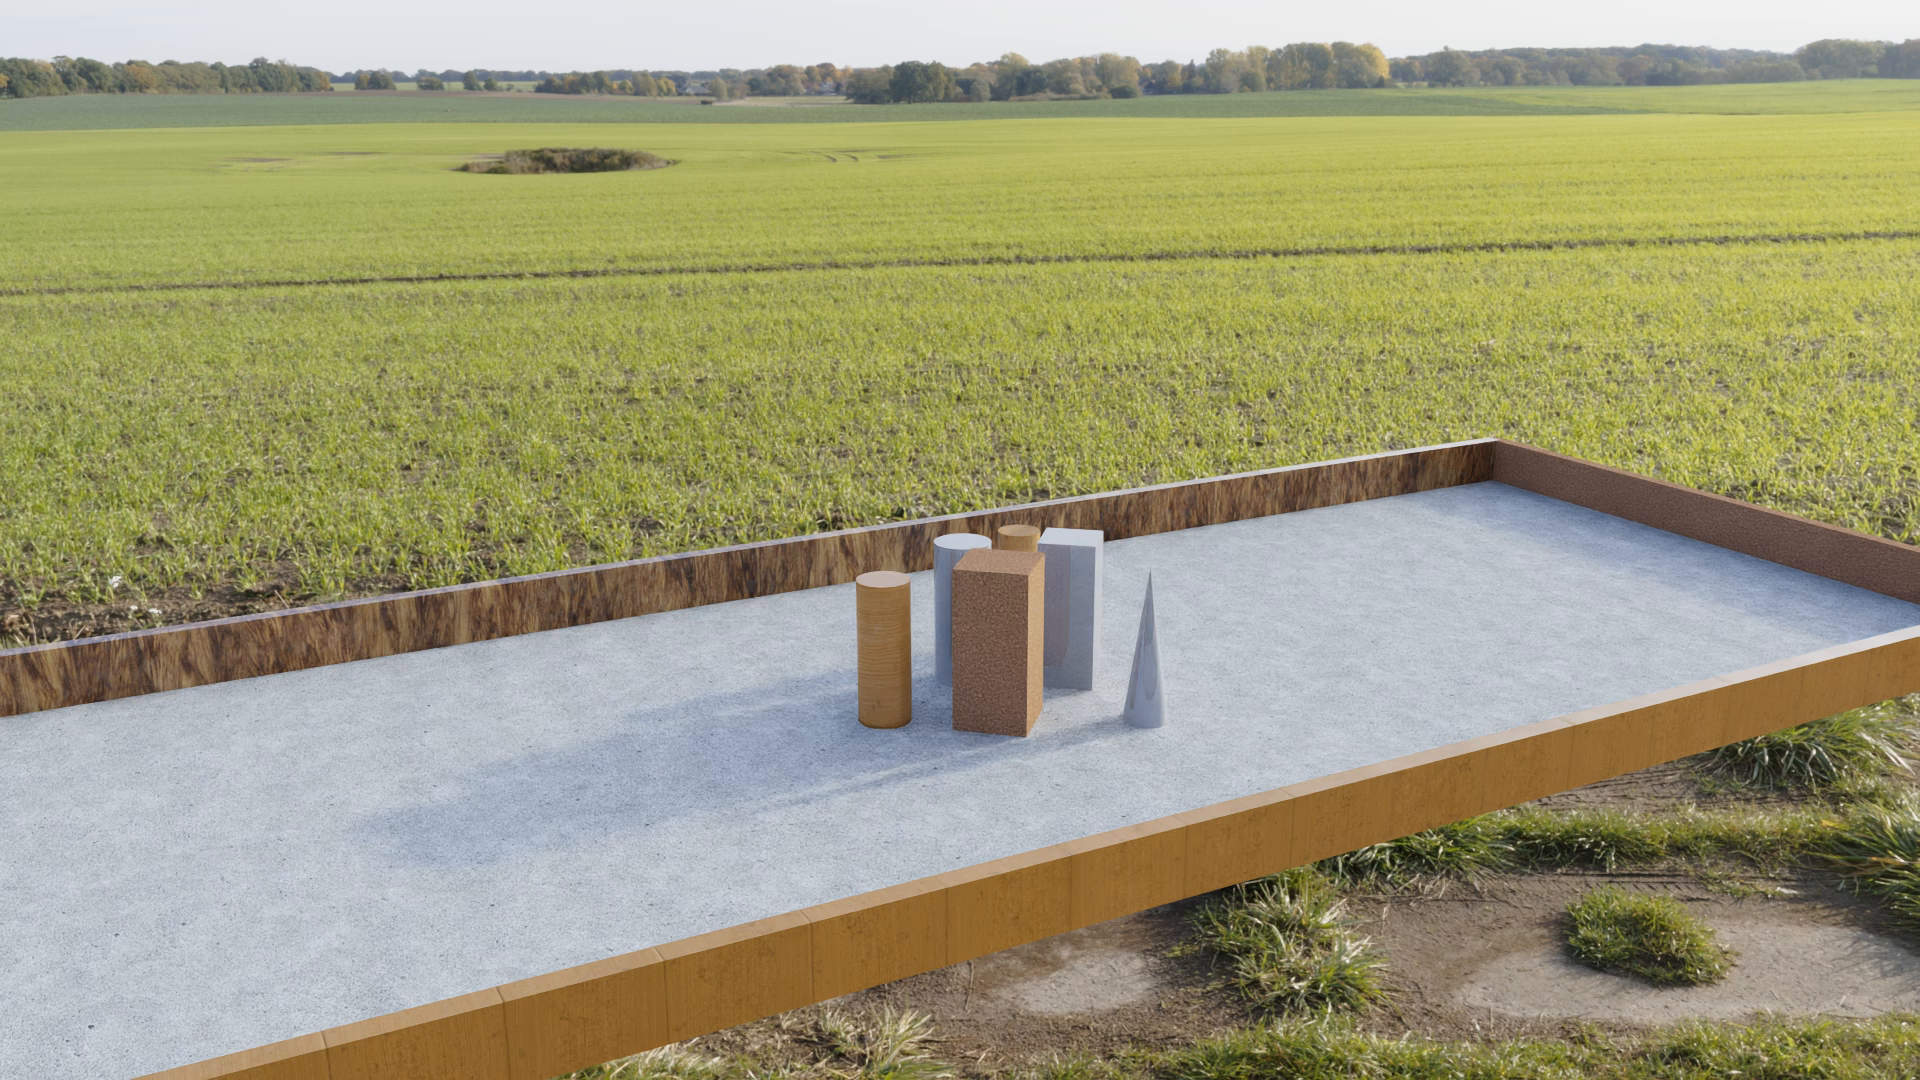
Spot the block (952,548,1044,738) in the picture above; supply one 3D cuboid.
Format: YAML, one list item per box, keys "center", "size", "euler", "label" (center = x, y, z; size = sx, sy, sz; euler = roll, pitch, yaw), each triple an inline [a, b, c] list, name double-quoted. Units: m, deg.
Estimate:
- center: [0.091, 0.237, 3.853]
  size: [0.177, 0.393, 0.177]
  euler: [4, 17, 14]
  label: "block"

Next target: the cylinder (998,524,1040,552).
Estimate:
- center: [0.155, 0.125, 4.373]
  size: [0.112, 0.313, 0.112]
  euler: [0, 16, 0]
  label: "cylinder"

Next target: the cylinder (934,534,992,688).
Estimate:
- center: [0.007, 0.176, 4.116]
  size: [0.143, 0.360, 0.143]
  euler: [0, 16, 0]
  label: "cylinder"

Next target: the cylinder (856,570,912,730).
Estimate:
- center: [-0.177, 0.257, 3.861]
  size: [0.127, 0.348, 0.127]
  euler: [0, 16, 0]
  label: "cylinder"

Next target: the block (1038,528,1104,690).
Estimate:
- center: [0.273, 0.171, 4.114]
  size: [0.143, 0.372, 0.143]
  euler: [4, 17, 12]
  label: "block"

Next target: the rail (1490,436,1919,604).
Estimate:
- center: [2.466, -0.048, 5.253]
  size: [0.050, 0.150, 2.100]
  euler: [-9, 18, -27]
  label: "rail"

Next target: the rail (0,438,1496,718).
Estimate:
- center: [-3.305, 0.497, 3.399]
  size: [12.000, 0.150, 0.050]
  euler: [-9, 18, -27]
  label: "rail"

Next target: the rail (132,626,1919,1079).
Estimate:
- center: [-2.336, 1.006, 1.665]
  size: [12.000, 0.150, 0.050]
  euler: [-9, 18, -27]
  label: "rail"

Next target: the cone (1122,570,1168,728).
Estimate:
- center: [0.439, 0.243, 3.854]
  size: [0.110, 0.380, 0.110]
  euler: [0, 16, 0]
  label: "cone"
